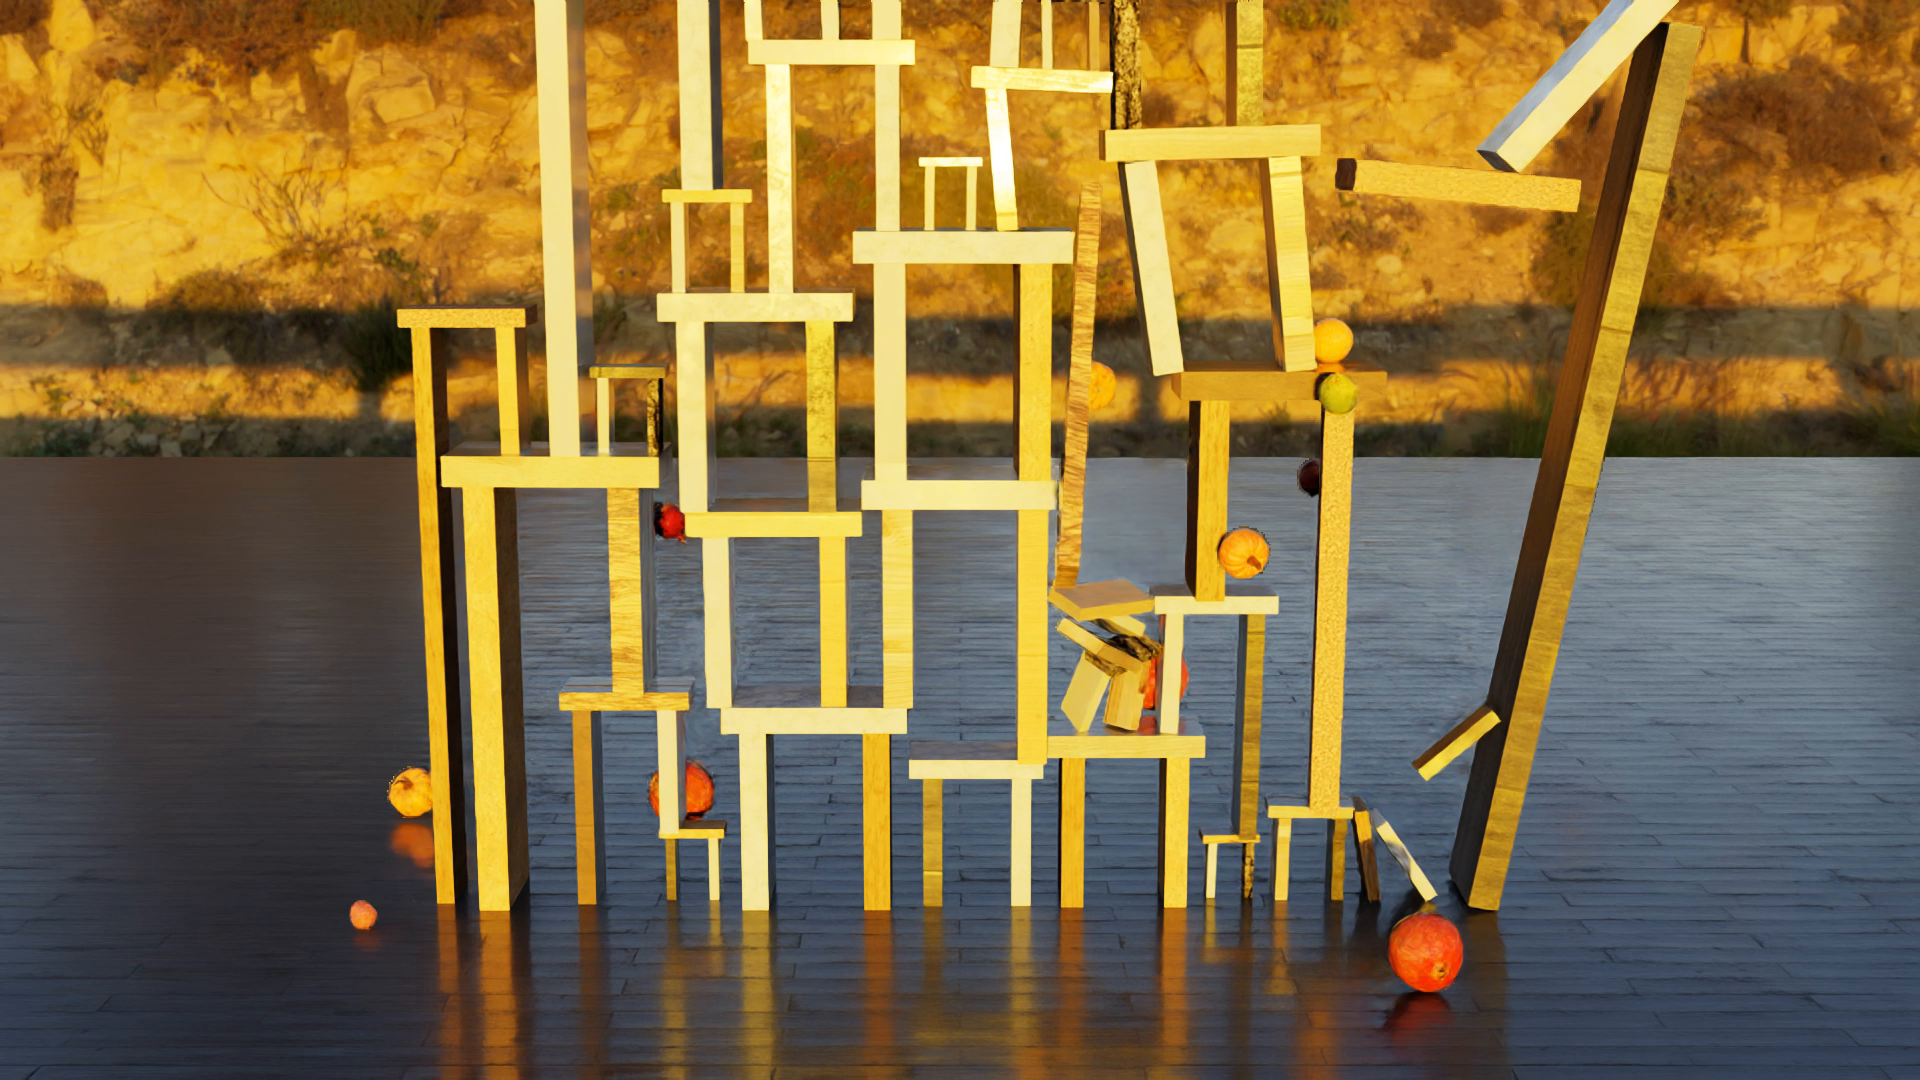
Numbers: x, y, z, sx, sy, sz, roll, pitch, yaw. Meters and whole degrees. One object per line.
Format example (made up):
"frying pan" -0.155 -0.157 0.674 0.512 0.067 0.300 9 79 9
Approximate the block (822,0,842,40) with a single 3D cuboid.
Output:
"block" -0.200 -0.860 3.396 0.025 0.176 0.088 -1 11 0

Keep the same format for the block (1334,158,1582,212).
"block" 0.778 -0.559 3.460 0.347 0.049 0.173 5 11 -1

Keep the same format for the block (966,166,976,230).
"block" 0.018 -0.538 3.458 0.014 0.098 0.049 1 11 0

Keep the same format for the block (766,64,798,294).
"block" -0.279 -0.567 3.452 0.036 0.348 0.126 0 11 -1

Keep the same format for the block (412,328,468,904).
"block" -0.847 0.123 3.586 0.028 0.948 0.100 0 11 0

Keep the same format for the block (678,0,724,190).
"block" -0.403 -0.712 3.422 0.046 0.327 0.163 0 11 0

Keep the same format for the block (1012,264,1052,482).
"block" 0.114 -0.275 3.507 0.048 0.340 0.170 0 11 -2

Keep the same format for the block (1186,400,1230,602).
"block" 0.398 -0.075 3.543 0.045 0.320 0.160 0 11 0

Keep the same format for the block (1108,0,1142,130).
"block" 0.256 -0.778 3.412 0.039 0.277 0.139 -1 11 1

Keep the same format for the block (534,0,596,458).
"block" -0.619 -0.509 3.462 0.046 0.740 0.163 0 11 0

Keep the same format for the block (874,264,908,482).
"block" -0.109 -0.275 3.508 0.048 0.340 0.170 0 11 0

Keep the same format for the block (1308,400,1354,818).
"block" 0.602 0.100 3.577 0.045 0.677 0.160 2 11 7

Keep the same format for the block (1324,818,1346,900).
"block" 0.625 0.521 3.660 0.020 0.140 0.070 1 11 1

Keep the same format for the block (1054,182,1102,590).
"block" 0.180 -0.240 3.348 0.030 0.627 0.108 4 -19 0

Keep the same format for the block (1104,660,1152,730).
"block" 0.274 0.245 3.600 0.017 0.123 0.062 11 1 -43

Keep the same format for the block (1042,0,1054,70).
"block" 0.137 -0.781 3.409 0.015 0.103 0.052 0 11 7

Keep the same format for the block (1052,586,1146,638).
"block" 0.219 0.115 3.521 0.149 0.021 0.075 29 -14 -35

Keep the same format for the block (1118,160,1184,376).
"block" 0.301 -0.434 3.476 0.047 0.329 0.164 -9 11 2

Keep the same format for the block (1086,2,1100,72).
"block" 0.205 -0.776 3.399 0.015 0.103 0.052 -2 11 -3

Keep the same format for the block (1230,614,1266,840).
"block" 0.474 0.296 3.618 0.028 0.380 0.099 1 11 -1

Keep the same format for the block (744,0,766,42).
"block" -0.318 -0.860 3.396 0.025 0.176 0.088 -1 11 0

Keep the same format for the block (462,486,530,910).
"block" -0.759 0.245 3.610 0.048 0.700 0.171 0 11 0

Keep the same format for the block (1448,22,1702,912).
"block" 0.977 -0.105 3.536 0.049 1.426 0.173 10 11 0

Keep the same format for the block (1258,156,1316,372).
"block" 0.517 -0.440 3.475 0.047 0.329 0.164 -6 10 3

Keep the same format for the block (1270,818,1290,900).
"block" 0.533 0.521 3.660 0.020 0.140 0.070 1 11 0

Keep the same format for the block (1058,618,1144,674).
"block" 0.219 0.165 3.397 0.075 0.021 0.235 33 2 22

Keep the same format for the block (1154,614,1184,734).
"block" 0.342 0.207 3.599 0.028 0.198 0.099 2 11 -1

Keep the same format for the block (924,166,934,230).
"block" -0.048 -0.538 3.458 0.014 0.098 0.049 1 11 -1

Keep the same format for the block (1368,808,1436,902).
"block" 0.732 0.522 3.652 0.022 0.155 0.077 -35 11 3

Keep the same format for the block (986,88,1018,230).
"block" 0.065 -0.596 3.444 0.030 0.215 0.108 -5 10 2

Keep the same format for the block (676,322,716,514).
"block" -0.421 -0.205 3.520 0.043 0.302 0.151 0 11 -1

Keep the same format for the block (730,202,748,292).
"block" -0.349 -0.464 3.474 0.020 0.139 0.069 0 11 -1

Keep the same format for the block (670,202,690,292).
"block" -0.441 -0.464 3.473 0.020 0.139 0.069 0 11 -1

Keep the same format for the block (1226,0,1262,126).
"block" 0.440 -0.783 3.410 0.039 0.277 0.139 -2 11 0

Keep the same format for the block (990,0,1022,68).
"block" 0.077 -0.901 3.386 0.043 0.344 0.150 3 11 2

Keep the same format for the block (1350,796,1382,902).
"block" 0.673 0.513 3.655 0.022 0.155 0.077 -10 10 4

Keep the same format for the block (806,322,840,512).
"block" -0.219 -0.206 3.523 0.043 0.302 0.151 0 11 -1

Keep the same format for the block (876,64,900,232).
"block" -0.112 -0.614 3.444 0.036 0.253 0.126 0 11 -1

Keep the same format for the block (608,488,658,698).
"block" -0.532 0.069 3.578 0.048 0.341 0.171 0 11 0

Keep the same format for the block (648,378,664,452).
"block" -0.487 -0.203 3.521 0.017 0.119 0.059 1 11 0

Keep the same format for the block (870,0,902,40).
"block" -0.116 -0.921 3.386 0.043 0.301 0.150 -1 11 -3

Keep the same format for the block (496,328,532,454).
"block" -0.713 -0.245 3.517 0.028 0.200 0.100 0 11 0

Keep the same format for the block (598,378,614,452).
"block" -0.566 -0.203 3.520 0.017 0.119 0.059 1 11 0
